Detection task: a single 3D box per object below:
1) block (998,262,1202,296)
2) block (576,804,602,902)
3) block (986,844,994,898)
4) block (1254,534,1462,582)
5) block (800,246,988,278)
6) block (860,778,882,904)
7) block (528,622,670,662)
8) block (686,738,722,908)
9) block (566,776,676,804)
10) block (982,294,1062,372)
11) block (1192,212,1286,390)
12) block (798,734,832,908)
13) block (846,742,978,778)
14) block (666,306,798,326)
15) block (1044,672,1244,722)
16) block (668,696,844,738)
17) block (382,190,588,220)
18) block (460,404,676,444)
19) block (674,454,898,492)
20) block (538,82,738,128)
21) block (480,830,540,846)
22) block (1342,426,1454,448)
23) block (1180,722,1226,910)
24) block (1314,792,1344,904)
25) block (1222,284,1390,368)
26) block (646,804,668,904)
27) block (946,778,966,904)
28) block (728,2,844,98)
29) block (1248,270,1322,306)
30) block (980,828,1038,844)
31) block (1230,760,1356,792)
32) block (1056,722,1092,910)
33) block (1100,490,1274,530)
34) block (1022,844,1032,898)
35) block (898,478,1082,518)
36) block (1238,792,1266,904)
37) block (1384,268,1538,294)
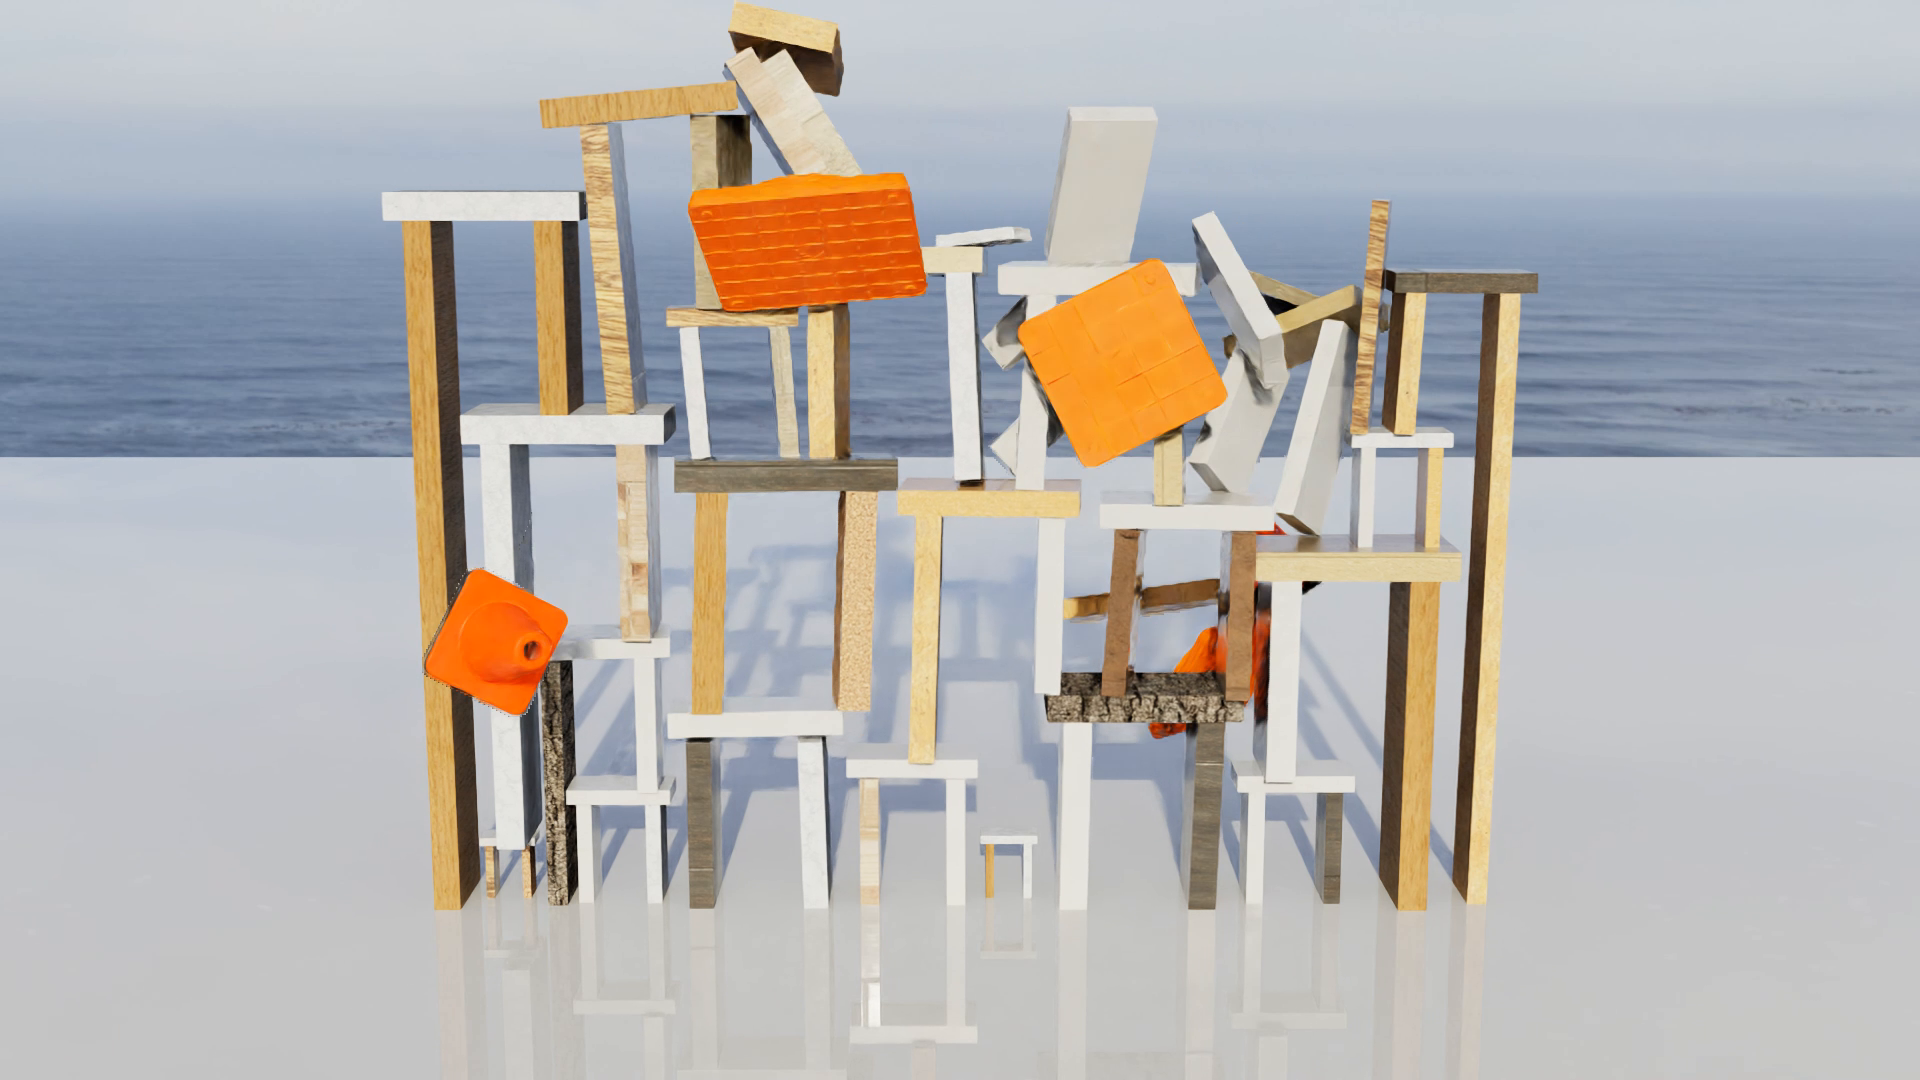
[{"bbox_3d":[0.223,-0.414,3.478,0.307,0.043,0.153,2,10,10],"label":"block"},{"bbox_3d":[-0.615,0.507,3.652,0.024,0.169,0.085,0,11,0],"label":"block"},{"bbox_3d":[0.050,0.544,3.663,0.013,0.094,0.047,0,11,0],"label":"block"},{"bbox_3d":[0.629,0.028,3.565,0.330,0.047,0.165,0,11,0],"label":"block"},{"bbox_3d":[-0.105,-0.450,3.560,0.292,0.041,0.146,0,4,4],"label":"block"},{"bbox_3d":[-0.148,0.486,3.648,0.030,0.212,0.106,0,10,0],"label":"block"},{"bbox_3d":[-0.585,0.165,3.579,0.225,0.032,0.113,-1,11,-7],"label":"block"},{"bbox_3d":[-0.423,0.452,3.641,0.040,0.281,0.140,0,11,0],"label":"block"},{"bbox_3d":[-0.558,0.413,3.630,0.169,0.024,0.085,0,11,0],"label":"block"},{"bbox_3d":[0.103,-0.356,3.687,0.019,0.137,0.068,6,44,-56],"label":"block"},{"bbox_3d":[0.450,-0.387,3.543,0.038,0.270,0.135,-22,-33,-2],"label":"block"},{"bbox_3d":[-0.240,0.452,3.641,0.040,0.281,0.140,-2,11,-1],"label":"block"},{"bbox_3d":[-0.078,0.364,3.635,0.212,0.030,0.106,0,10,0],"label":"block"},{"bbox_3d":[-0.366,-0.360,3.537,0.208,0.029,0.104,-1,7,-7],"label":"block"},{"bbox_3d":[0.298,0.257,3.608,0.315,0.045,0.157,0,11,0],"label":"block"},{"bbox_3d":[-0.335,0.289,3.602,0.281,0.040,0.140,-1,6,-5],"label":"block"},{"bbox_3d":[-0.737,-0.527,3.457,0.302,0.043,0.151,0,11,0],"label":"block"},{"bbox_3d":[-0.624,-0.187,3.525,0.318,0.045,0.159,0,11,0],"label":"block"},{"bbox_3d":[-0.285,-0.110,3.575,0.354,0.050,0.177,-1,6,-7],"label":"block"},{"bbox_3d":[-0.503,-0.681,3.442,0.300,0.042,0.150,-7,11,-8],"label":"block"},{"bbox_3d":[-0.748,0.494,3.651,0.091,0.013,0.045,0,11,0],"label":"block"},{"bbox_3d":[0.703,-0.165,3.533,0.161,0.023,0.081,0,11,0],"label":"block"},{"bbox_3d":[0.400,0.434,3.641,0.045,0.315,0.158,2,11,0],"label":"block"},{"bbox_3d":[0.612,0.497,3.649,0.027,0.191,0.095,0,10,0],"label":"block"},{"bbox_3d":[0.581,-0.346,3.665,0.255,0.036,0.127,-21,-25,36],"label":"block"},{"bbox_3d":[-0.503,0.507,3.650,0.024,0.169,0.085,0,11,-1],"label":"block"},{"bbox_3d":[-0.007,0.486,3.649,0.030,0.212,0.106,0,10,0],"label":"block"},{"bbox_3d":[-0.280,-0.801,3.605,0.165,0.047,0.330,12,-1,-1],"label":"block"},{"bbox_3d":[0.561,-0.407,3.668,0.183,0.026,0.091,13,12,-39],"label":"block"},{"bbox_3d":[0.081,0.491,3.653,0.094,0.013,0.047,0,11,0],"label":"block"},{"bbox_3d":[0.548,0.389,3.630,0.191,0.027,0.095,0,10,0],"label":"block"},{"bbox_3d":[0.187,0.435,3.641,0.045,0.315,0.158,1,11,0],"label":"block"},{"bbox_3d":[0.361,-0.048,3.518,0.273,0.039,0.136,1,11,4],"label":"block"},{"bbox_3d":[0.112,0.544,3.663,0.013,0.094,0.047,0,11,0],"label":"block"},{"bbox_3d":[0.050,-0.069,3.547,0.288,0.041,0.144,1,10,5],"label":"block"},{"bbox_3d":[0.484,0.497,3.649,0.027,0.191,0.095,0,11,0],"label":"block"},{"bbox_3d":[0.791,-0.411,3.486,0.222,0.031,0.111,0,11,0],"label":"block"}]
